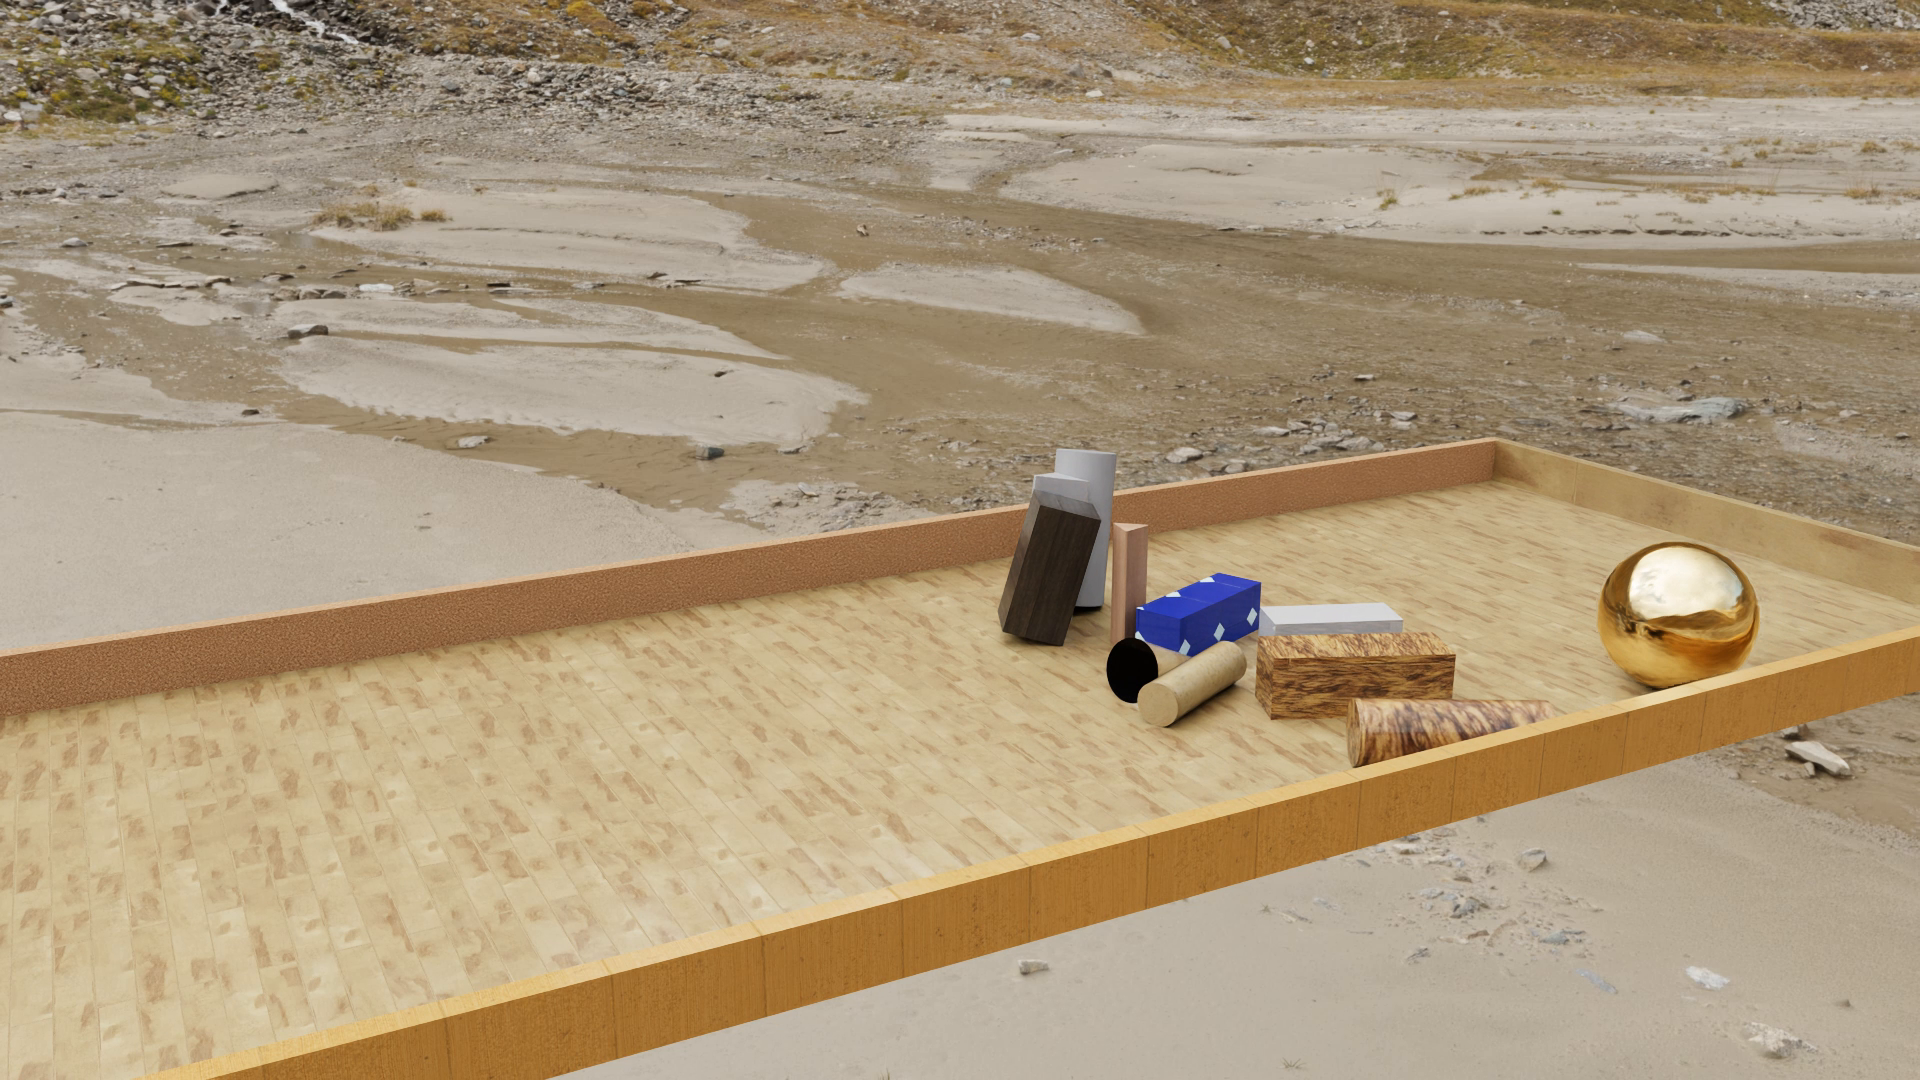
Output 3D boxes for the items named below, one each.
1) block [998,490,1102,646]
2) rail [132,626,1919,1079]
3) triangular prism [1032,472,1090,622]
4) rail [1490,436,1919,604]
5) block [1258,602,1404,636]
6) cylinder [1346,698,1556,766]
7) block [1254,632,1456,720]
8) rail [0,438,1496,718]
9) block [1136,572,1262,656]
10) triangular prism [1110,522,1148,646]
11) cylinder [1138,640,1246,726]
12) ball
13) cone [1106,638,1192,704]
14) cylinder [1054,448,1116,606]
[{"bbox_3d":[0.236,0.073,4.413,0.167,0.360,0.167,14,15,-7],"label":"block"},{"bbox_3d":[-2.336,1.006,1.665,12.000,0.150,0.050,-9,18,-27],"label":"rail"},{"bbox_3d":[0.251,0.014,4.590,0.152,0.393,0.131,6,9,-5],"label":"triangular prism"},{"bbox_3d":[2.466,-0.048,5.253,0.050,0.150,2.100,-9,18,-27],"label":"rail"},{"bbox_3d":[0.950,0.254,4.245,0.332,0.138,0.138,-2,16,-6],"label":"block"},{"bbox_3d":[1.080,0.426,3.637,0.424,0.150,0.150,0,16,2],"label":"cylinder"},{"bbox_3d":[0.948,0.326,3.972,0.436,0.155,0.155,-1,16,-4],"label":"block"},{"bbox_3d":[-3.305,0.497,3.399,12.000,0.150,0.050,-9,18,-27],"label":"rail"},{"bbox_3d":[0.639,0.210,4.400,0.135,0.135,0.401,14,21,38],"label":"block"},{"bbox_3d":[0.433,0.121,4.357,0.078,0.329,0.090,14,20,42],"label":"triangular prism"},{"bbox_3d":[0.565,0.345,3.991,0.108,0.108,0.353,12,20,34],"label":"cylinder"},{"bbox_3d":[1.766,0.187,4.063,0.369,0.369,0.369,0,16,0],"label":"ball"},{"bbox_3d":[0.540,0.320,4.127,0.160,0.160,0.352,16,10,43],"label":"cone"},{"bbox_3d":[0.340,-0.037,4.676,0.171,0.429,0.171,5,6,0],"label":"cylinder"}]
